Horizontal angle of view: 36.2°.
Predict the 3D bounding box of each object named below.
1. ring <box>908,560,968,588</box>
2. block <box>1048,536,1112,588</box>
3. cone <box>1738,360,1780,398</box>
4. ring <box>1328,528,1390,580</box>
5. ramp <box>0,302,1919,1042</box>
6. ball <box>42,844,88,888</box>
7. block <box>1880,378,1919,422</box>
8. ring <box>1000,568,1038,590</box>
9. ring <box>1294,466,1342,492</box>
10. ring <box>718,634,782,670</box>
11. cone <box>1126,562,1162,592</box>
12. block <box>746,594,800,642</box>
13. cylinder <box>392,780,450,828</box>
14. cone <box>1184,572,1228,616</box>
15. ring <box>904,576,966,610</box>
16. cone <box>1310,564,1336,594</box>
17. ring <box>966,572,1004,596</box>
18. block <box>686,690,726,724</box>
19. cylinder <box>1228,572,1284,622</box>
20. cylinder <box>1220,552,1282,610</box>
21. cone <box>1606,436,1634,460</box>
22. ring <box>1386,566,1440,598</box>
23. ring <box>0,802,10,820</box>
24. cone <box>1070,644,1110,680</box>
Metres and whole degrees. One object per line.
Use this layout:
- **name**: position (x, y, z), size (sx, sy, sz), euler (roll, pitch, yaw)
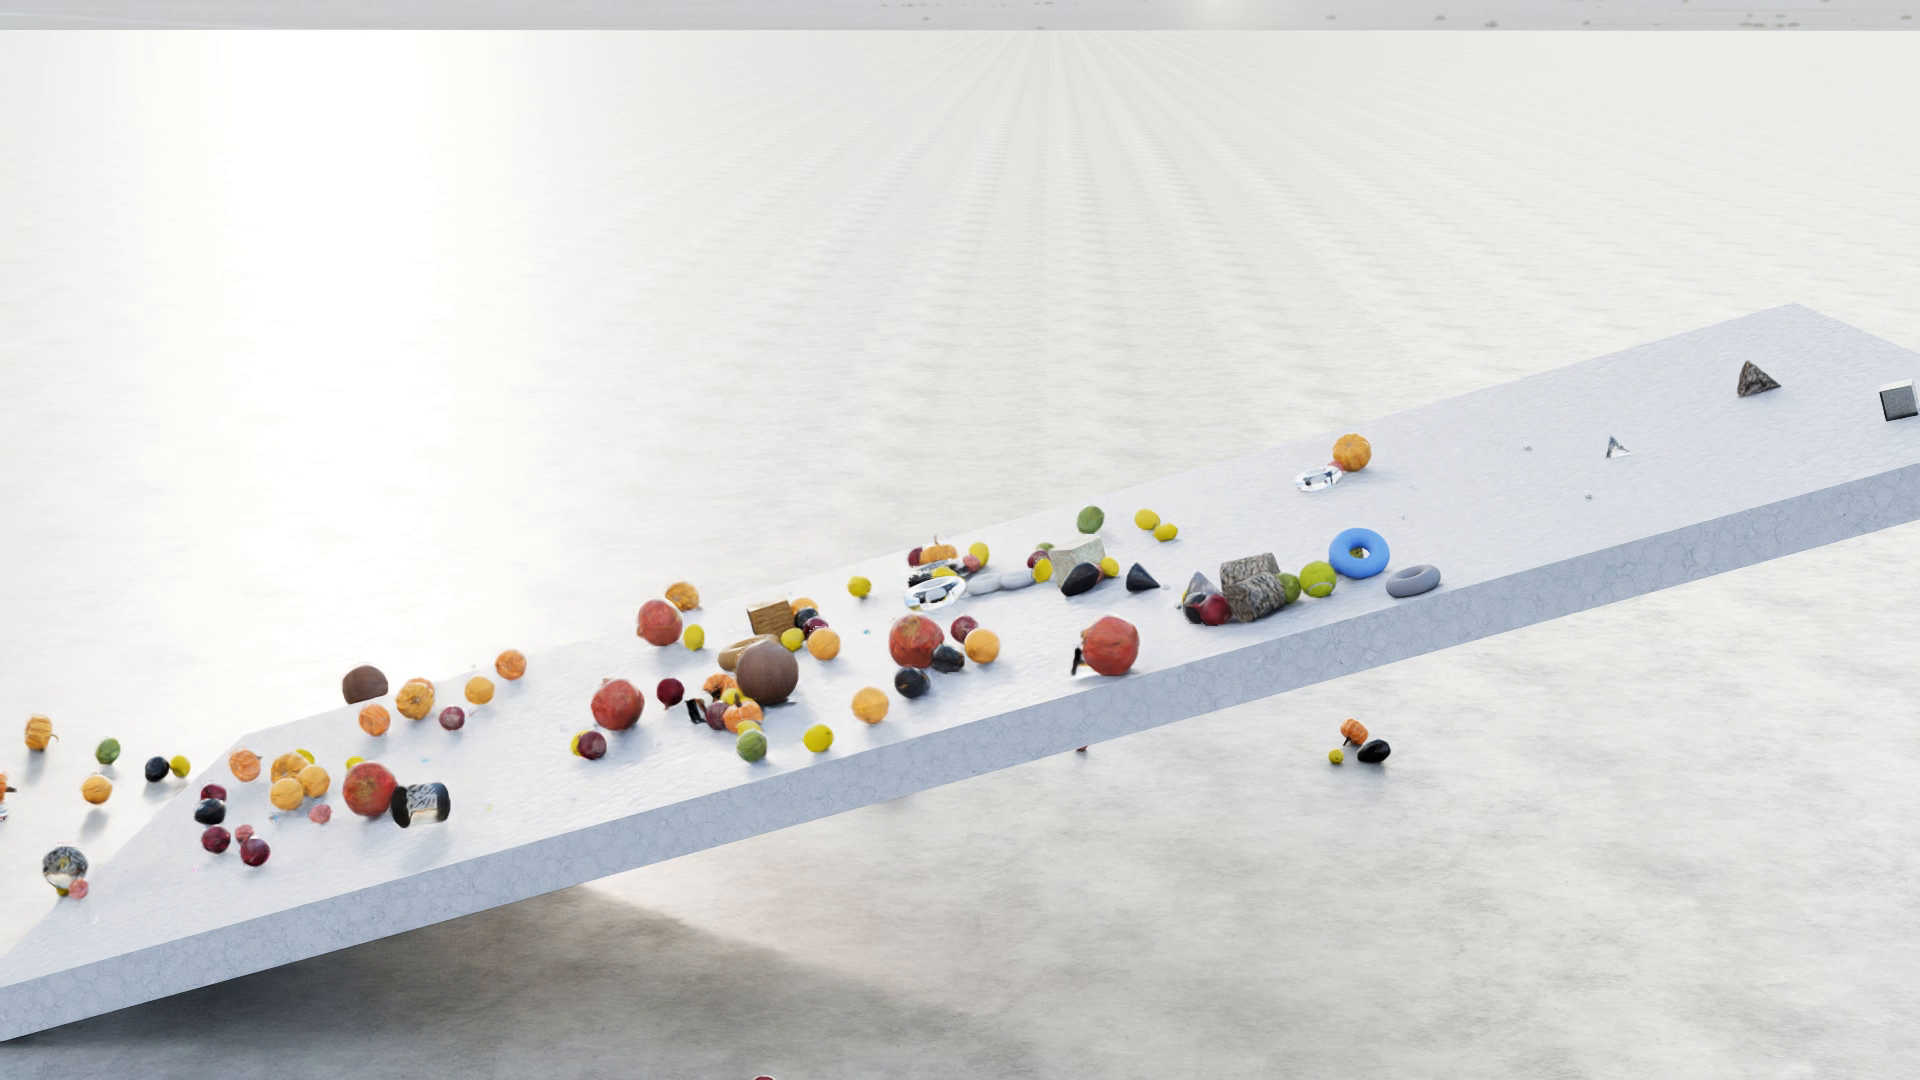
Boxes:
- **ring**: position (-0.052, 0.082, 6.718), size (0.143, 0.048, 0.143), euler (-15, 10, 3)
- **block**: position (0.255, 0.048, 6.287), size (0.084, 0.084, 0.084), euler (-23, 12, -35)
- **cone**: position (1.690, -0.332, 6.191), size (0.083, 0.083, 0.083), euler (11, 11, 0)
- **ring**: position (0.758, 0.025, 5.585), size (0.116, 0.039, 0.116), euler (-1, 50, 1)
- **ramp**: position (0.088, 0.188, 6.322), size (4.000, 0.100, 2.000), euler (-16, 10, 5)
- **ball**: position (-1.885, 0.688, 6.195), size (0.093, 0.093, 0.093), euler (0, 11, 0)
- **block**: position (1.787, -0.266, 5.593), size (0.060, 0.060, 0.060), euler (-12, 11, 24)
- **ring**: position (0.130, 0.085, 6.450), size (0.086, 0.029, 0.086), euler (-15, 11, 3)
- **ring**: position (0.800, -0.136, 6.569), size (0.108, 0.036, 0.108), euler (-15, 10, 3)
- **ring**: position (-0.462, 0.247, 6.457), size (0.146, 0.049, 0.146), euler (-17, 9, 3)
- **cone**: position (0.385, 0.085, 6.023), size (0.066, 0.066, 0.066), euler (22, 21, 29)
- **block**: position (-0.424, 0.183, 6.630), size (0.090, 0.090, 0.090), euler (-18, 10, -8)
- **cylinder**: position (-1.050, 0.514, 5.724), size (0.083, 0.083, 0.083), euler (-5, 11, -41)
- **cone**: position (0.488, 0.115, 5.651), size (0.090, 0.090, 0.090), euler (17, 16, 20)
- **ring**: position (-0.054, 0.119, 6.511), size (0.143, 0.048, 0.143), euler (-15, 11, 3)
- **cone**: position (0.680, 0.067, 5.563), size (0.053, 0.053, 0.053), euler (-16, 10, 3)
- **ring**: position (0.057, 0.097, 6.498), size (0.093, 0.031, 0.093), euler (-15, 10, 3)
- **block**: position (-0.520, 0.341, 6.013), size (0.052, 0.052, 0.052), euler (-9, 12, 39)
- **cylinder**: position (0.553, 0.107, 5.487), size (0.075, 0.075, 0.075), euler (-22, 20, -28)
- **cylinder**: position (0.553, 0.079, 5.587), size (0.094, 0.094, 0.094), euler (-13, 6, 20)
- **cone**: position (1.341, -0.181, 5.963), size (0.050, 0.050, 0.050), euler (14, 14, 14)
- **ring**: position (0.823, 0.075, 5.341), size (0.103, 0.034, 0.103), euler (-18, 12, 4)
- **ring**: position (-2.330, 0.651, 7.036), size (0.111, 0.037, 0.111), euler (0, 9, 0)
- **cone**: position (0.243, 0.232, 5.418), size (0.072, 0.072, 0.072), euler (11, 11, 3)
